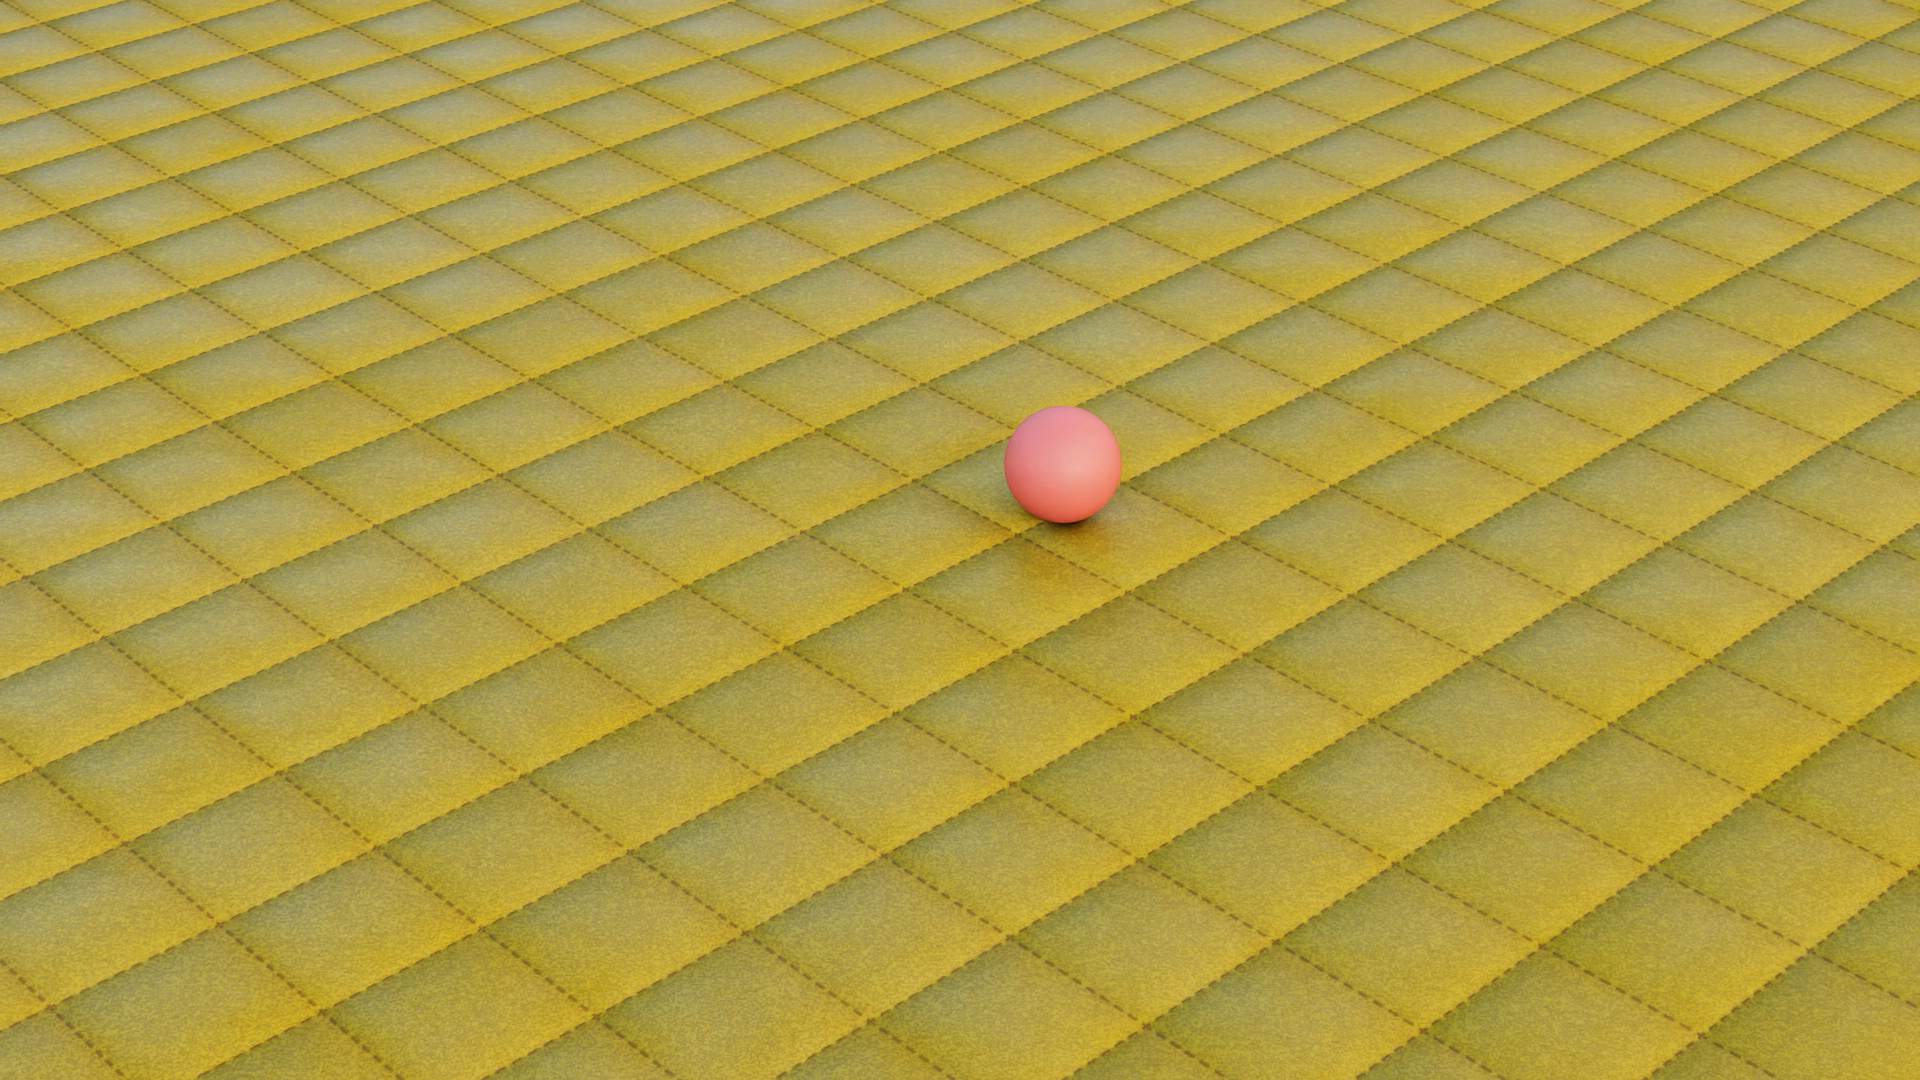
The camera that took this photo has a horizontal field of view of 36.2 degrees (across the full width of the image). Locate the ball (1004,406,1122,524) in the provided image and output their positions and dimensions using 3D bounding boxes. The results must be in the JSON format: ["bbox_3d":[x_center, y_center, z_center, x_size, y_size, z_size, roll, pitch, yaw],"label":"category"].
[{"bbox_3d":[0.060,-0.044,1.712,0.069,0.069,0.069,0,31,0],"label":"ball"}]
